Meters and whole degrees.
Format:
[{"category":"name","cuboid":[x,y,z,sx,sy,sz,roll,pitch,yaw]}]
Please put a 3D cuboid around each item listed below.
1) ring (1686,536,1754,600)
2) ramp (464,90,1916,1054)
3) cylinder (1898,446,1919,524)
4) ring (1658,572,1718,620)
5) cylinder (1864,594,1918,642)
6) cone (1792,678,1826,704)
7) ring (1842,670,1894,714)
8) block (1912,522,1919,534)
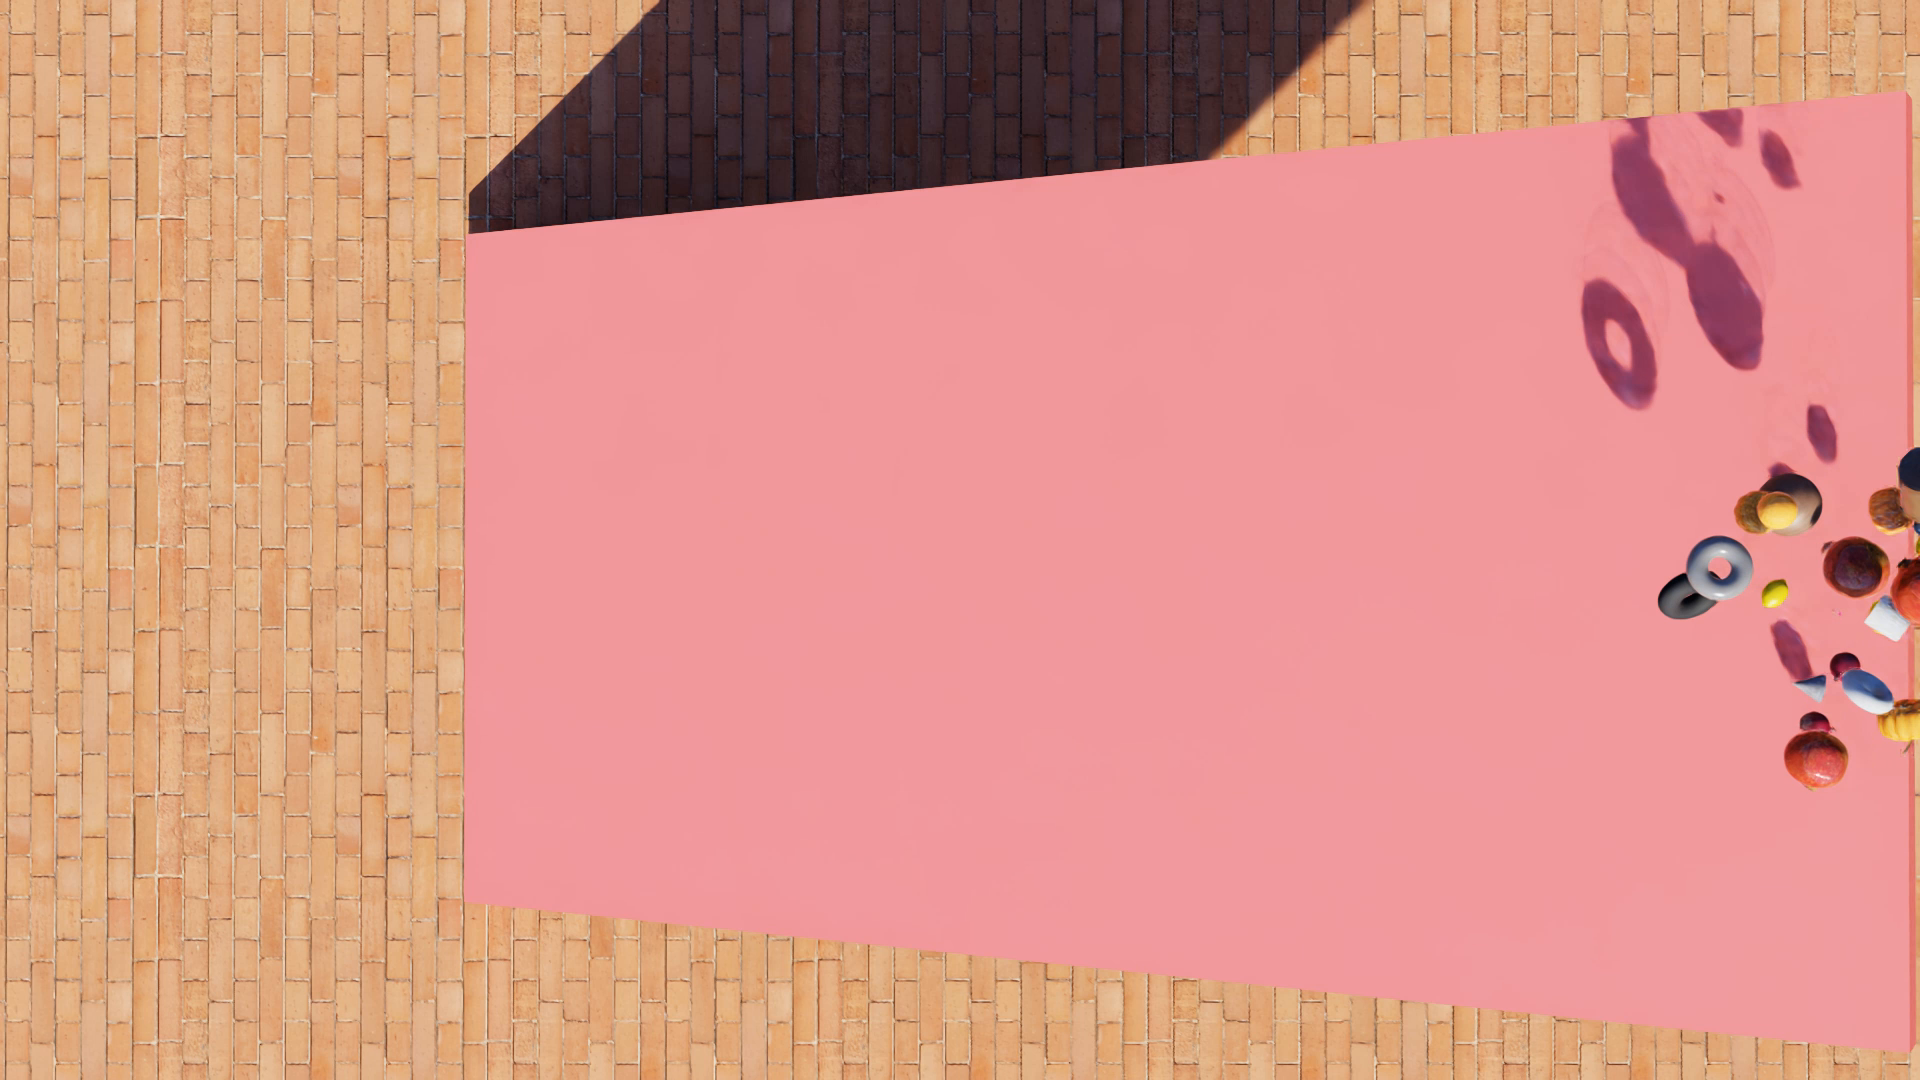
[{"category":"ring","cuboid":[1.459,0.054,4.224,0.126,0.042,0.126,-1,83,6]},{"category":"ramp","cuboid":[0.269,0.074,5.622,4.000,0.100,2.000,0,89,30]},{"category":"cylinder","cuboid":[1.466,-0.083,3.321,0.088,0.088,0.088,-12,53,17]},{"category":"ring","cuboid":[1.503,0.113,4.525,0.136,0.136,0.045,-15,50,0]},{"category":"cylinder","cuboid":[1.726,0.144,4.080,0.066,0.066,0.066,35,90,19]},{"category":"cone","cuboid":[1.578,0.272,4.098,0.055,0.055,0.055,23,89,25]},{"category":"ring","cuboid":[1.553,0.259,3.762,0.094,0.094,0.031,27,125,0]},{"category":"block","cuboid":[1.556,-0.027,3.403,0.095,0.095,0.095,50,134,4]}]
